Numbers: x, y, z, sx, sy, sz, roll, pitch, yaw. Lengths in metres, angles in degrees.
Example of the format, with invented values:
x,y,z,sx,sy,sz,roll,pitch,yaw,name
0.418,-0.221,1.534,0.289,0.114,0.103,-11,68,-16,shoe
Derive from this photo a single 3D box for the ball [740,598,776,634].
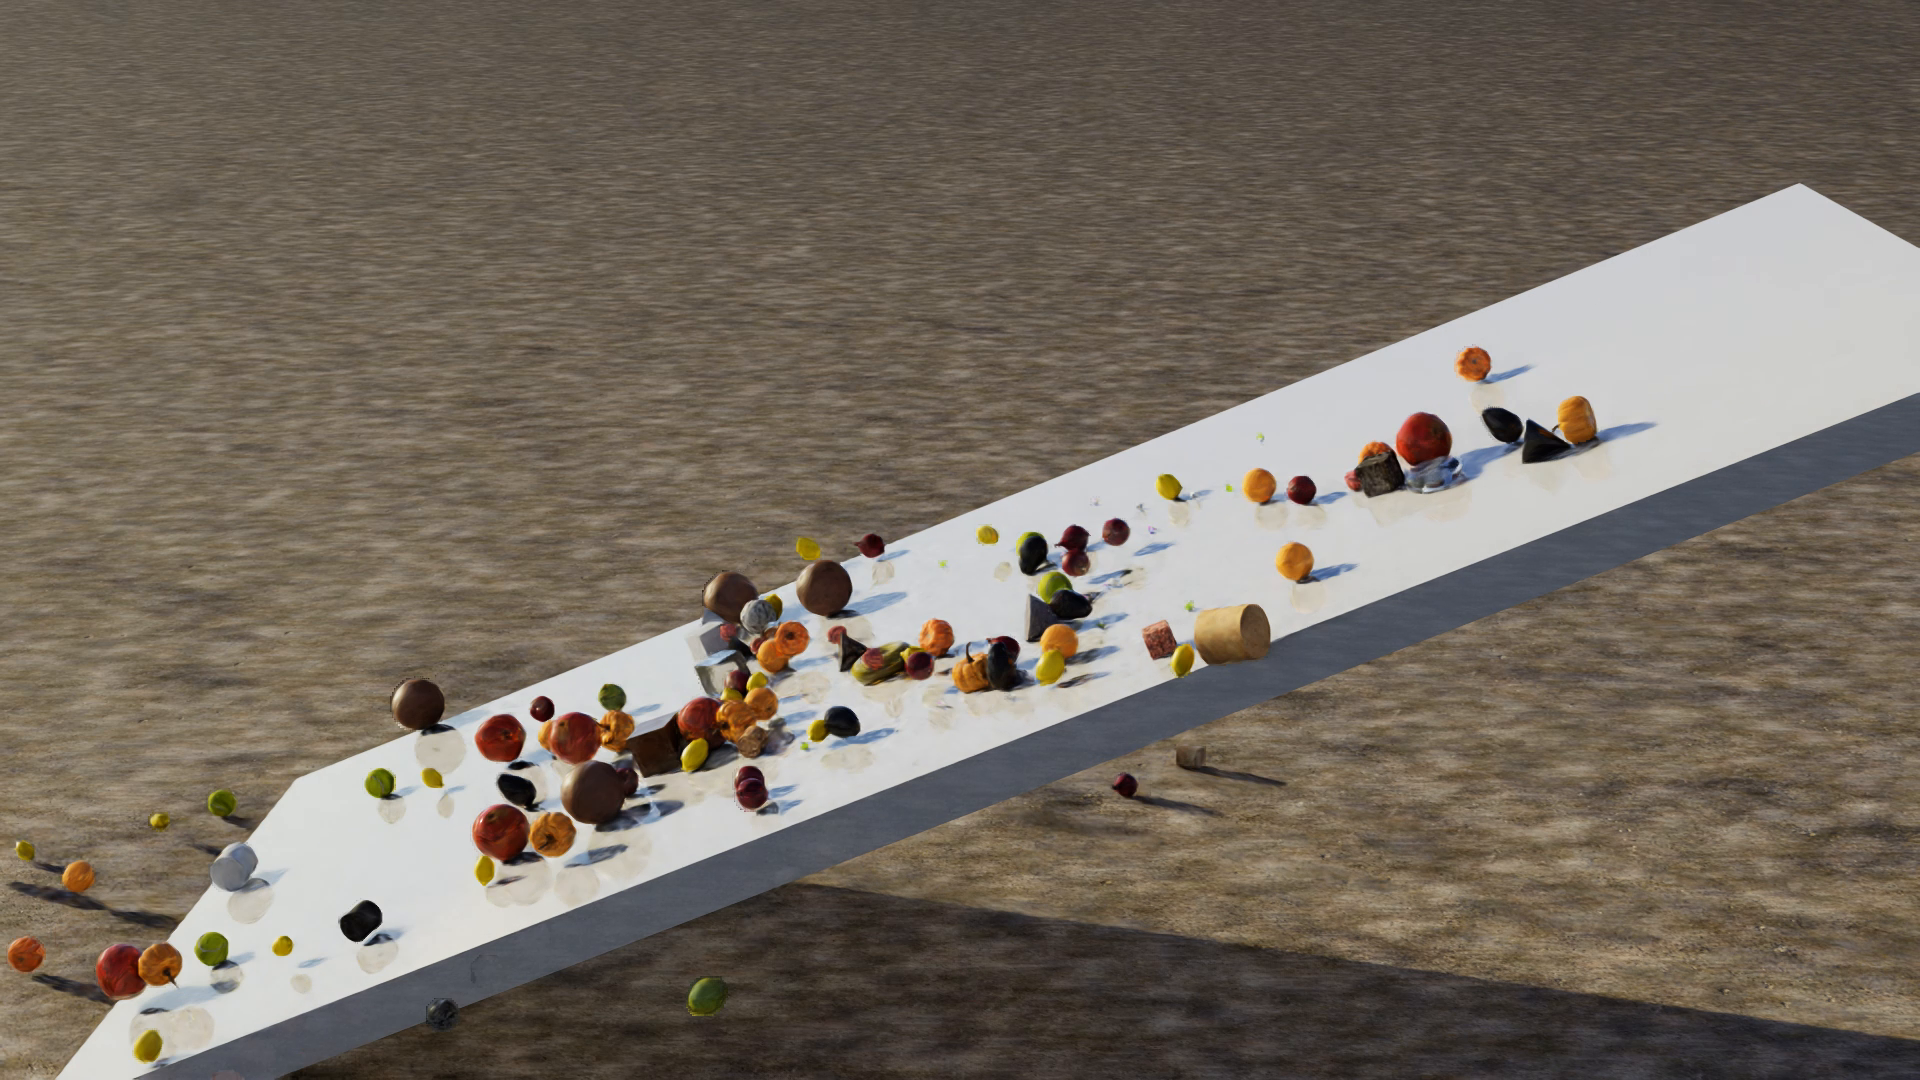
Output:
x,y,z,sx,sy,sz,roll,pitch,yaw,name
-0.474,0.180,6.912,0.084,0.084,0.084,0,14,0,ball

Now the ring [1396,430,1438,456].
x,y,z,sx,sy,sz,roll,pitch,yaw,name
0.944,-0.201,6.075,0.093,0.031,0.093,-23,11,5,ring

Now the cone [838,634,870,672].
x,y,z,sx,sy,sz,roll,pitch,yaw,name
-0.214,0.242,6.288,0.084,0.084,0.084,3,14,-7,cone

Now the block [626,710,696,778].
x,y,z,sx,sy,sz,roll,pitch,yaw,name
-0.623,0.426,6.124,0.091,0.091,0.091,-19,13,19,block

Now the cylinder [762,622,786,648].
x,y,z,sx,sy,sz,roll,pitch,yaw,name
-0.423,0.218,6.710,0.053,0.053,0.053,0,5,-2,cylinder

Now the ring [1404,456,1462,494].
x,y,z,sx,sy,sz,roll,pitch,yaw,name
0.928,-0.129,5.777,0.119,0.040,0.119,-23,13,6,ring

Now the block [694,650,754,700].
x,y,z,sx,sy,sz,roll,pitch,yaw,name
-0.522,0.297,6.511,0.082,0.082,0.082,-30,14,-30,block

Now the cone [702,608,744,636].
x,y,z,sx,sy,sz,roll,pitch,yaw,name
-0.565,0.213,7.037,0.094,0.094,0.094,6,15,4,cone

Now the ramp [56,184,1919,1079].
x,y,z,sx,sy,sz,roll,pitch,yaw,name
0.127,0.172,6.288,4.000,0.100,2.000,-22,12,8,ramp

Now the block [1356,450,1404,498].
x,y,z,sx,sy,sz,roll,pitch,yaw,name
0.841,-0.132,5.887,0.065,0.065,0.065,-17,14,31,block

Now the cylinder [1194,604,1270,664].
x,y,z,sx,sy,sz,roll,pitch,yaw,name
0.482,0.166,5.204,0.098,0.098,0.098,-10,6,38,cylinder

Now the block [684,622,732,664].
x,y,z,sx,sy,sz,roll,pitch,yaw,name
-0.583,0.241,6.869,0.076,0.076,0.076,-30,14,-30,block

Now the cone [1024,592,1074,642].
x,y,z,sx,sy,sz,roll,pitch,yaw,name
0.185,0.158,5.903,0.099,0.099,0.099,3,14,-5,cone

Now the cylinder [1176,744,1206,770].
x,y,z,sx,sy,sz,roll,pitch,yaw,name
0.617,0.580,7.880,0.060,0.060,0.060,13,19,29,cylinder

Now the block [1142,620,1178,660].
x,y,z,sx,sy,sz,roll,pitch,yaw,name
0.369,0.184,5.441,0.050,0.050,0.050,-22,12,6,block

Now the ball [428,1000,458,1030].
x,y,z,sx,sy,sz,roll,pitch,yaw,name
-0.948,0.871,5.395,0.055,0.055,0.055,0,14,0,ball

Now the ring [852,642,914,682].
x,y,z,sx,sy,sz,roll,pitch,yaw,name
-0.161,0.254,6.119,0.140,0.047,0.140,-23,11,5,ring

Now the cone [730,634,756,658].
x,y,z,sx,sy,sz,roll,pitch,yaw,name
-0.495,0.256,6.759,0.065,0.065,0.065,15,14,-1,cone

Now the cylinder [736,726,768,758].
x,y,z,sx,sy,sz,roll,pitch,yaw,name
-0.418,0.407,5.926,0.050,0.050,0.050,3,20,13,cylinder
